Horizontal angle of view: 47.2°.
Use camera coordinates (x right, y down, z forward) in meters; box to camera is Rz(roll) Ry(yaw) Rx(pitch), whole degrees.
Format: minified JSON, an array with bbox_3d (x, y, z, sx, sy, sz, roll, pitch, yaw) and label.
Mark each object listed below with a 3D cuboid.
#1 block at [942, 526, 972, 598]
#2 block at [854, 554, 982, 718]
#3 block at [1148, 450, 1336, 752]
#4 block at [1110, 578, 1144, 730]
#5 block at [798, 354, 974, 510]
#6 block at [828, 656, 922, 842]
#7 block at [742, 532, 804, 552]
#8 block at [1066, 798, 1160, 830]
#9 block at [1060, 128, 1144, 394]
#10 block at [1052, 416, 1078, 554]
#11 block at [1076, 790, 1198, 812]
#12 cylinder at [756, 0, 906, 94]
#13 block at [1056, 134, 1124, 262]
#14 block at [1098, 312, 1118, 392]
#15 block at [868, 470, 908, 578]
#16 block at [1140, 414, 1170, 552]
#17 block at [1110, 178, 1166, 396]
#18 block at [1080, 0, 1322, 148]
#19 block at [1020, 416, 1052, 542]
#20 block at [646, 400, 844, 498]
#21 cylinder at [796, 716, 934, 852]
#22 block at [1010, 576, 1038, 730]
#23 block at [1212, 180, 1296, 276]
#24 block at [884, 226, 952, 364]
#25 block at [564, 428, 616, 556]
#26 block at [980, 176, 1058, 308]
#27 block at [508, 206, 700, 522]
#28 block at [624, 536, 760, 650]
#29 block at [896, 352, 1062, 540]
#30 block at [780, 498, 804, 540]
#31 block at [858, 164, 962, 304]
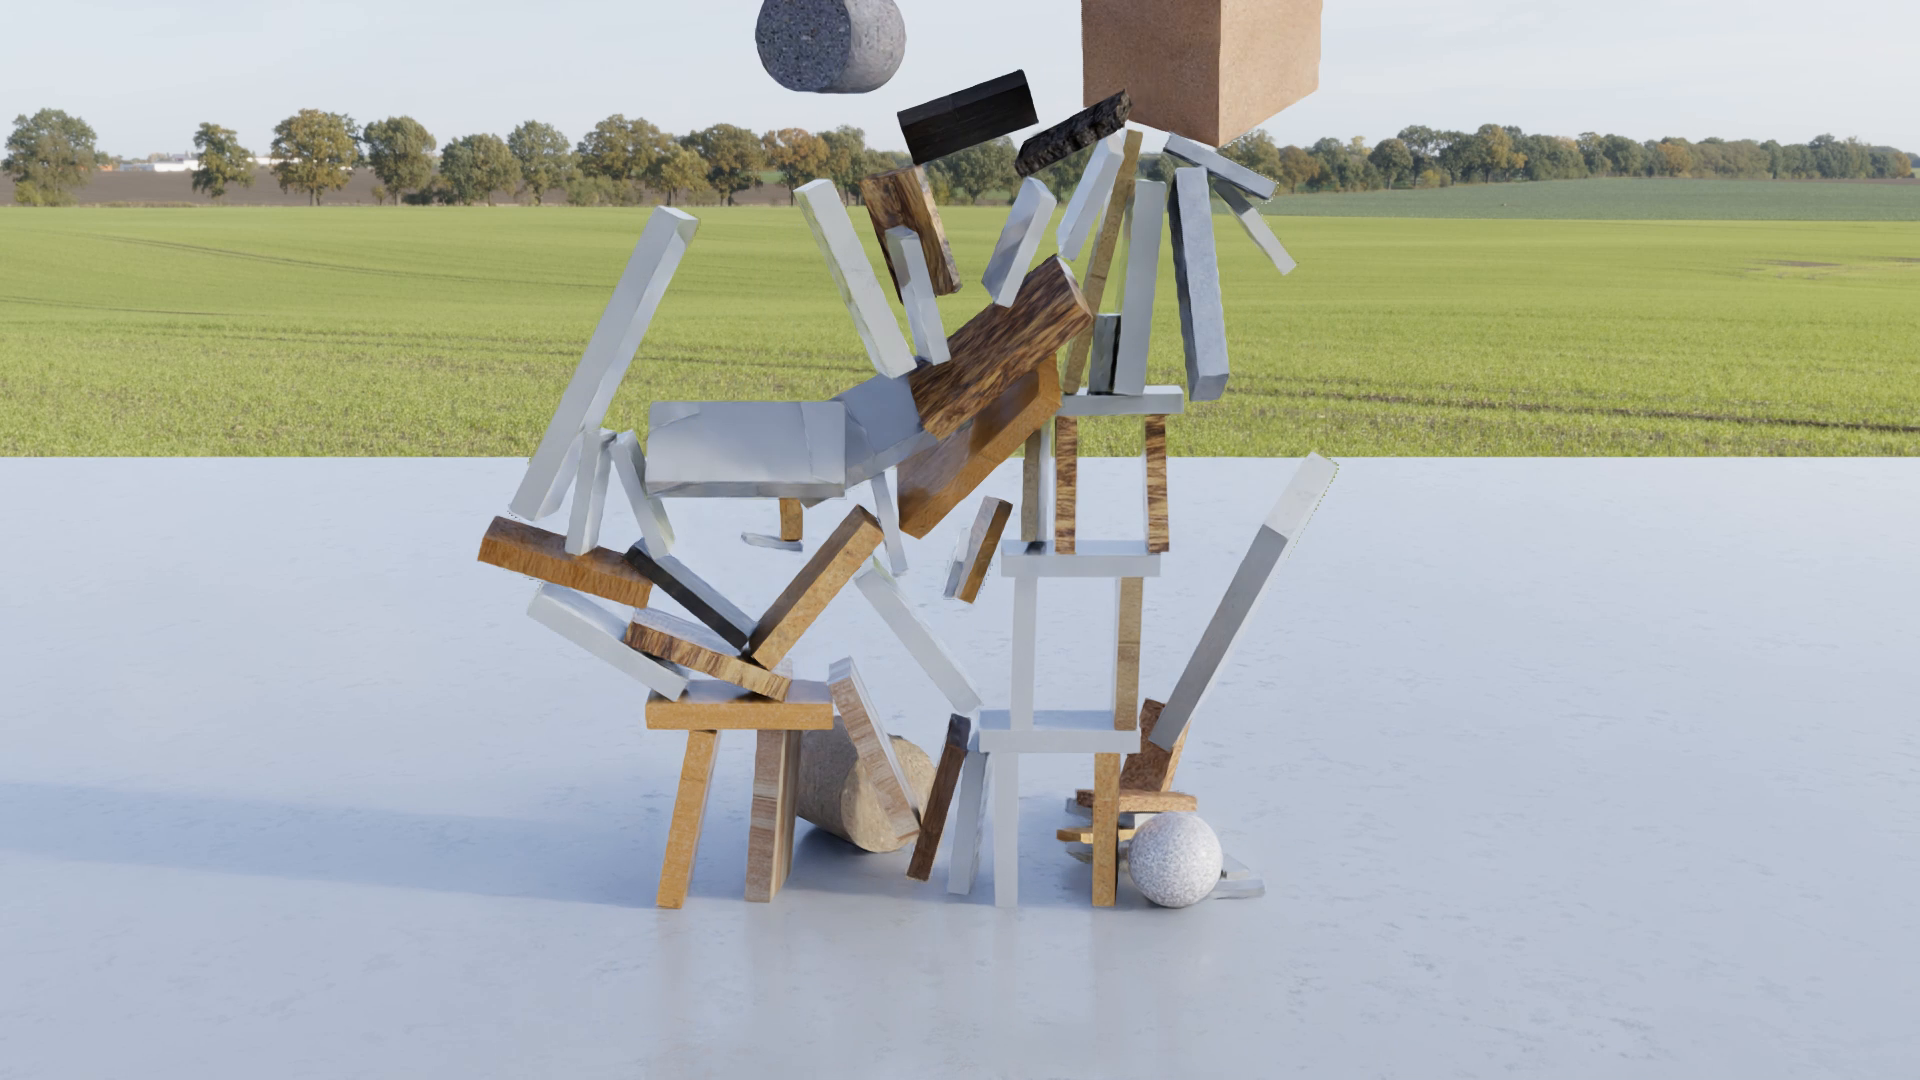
[{"bbox_3d":[-0.005,0.037,3.544,0.017,0.060,0.145,12,-26,-3],"label":"block"},{"bbox_3d":[-0.072,0.154,3.618,0.041,0.286,0.143,-38,10,3],"label":"block"},{"bbox_3d":[0.466,0.125,3.735,0.047,0.802,0.164,32,61,9],"label":"block"},{"bbox_3d":[0.272,0.172,3.592,0.036,0.253,0.126,2,11,1],"label":"block"},{"bbox_3d":[-0.141,-0.185,3.570,0.306,0.043,0.153,-26,52,9],"label":"block"},{"bbox_3d":[-0.142,0.343,3.643,0.041,0.286,0.143,-23,11,2],"label":"block"},{"bbox_3d":[-0.308,0.004,3.604,0.094,0.013,0.047,9,6,-17],"label":"block"},{"bbox_3d":[0.293,0.494,3.988,0.096,0.027,0.235,2,0,-28],"label":"block"},{"bbox_3d":[0.221,-0.439,3.464,0.025,0.417,0.090,13,11,-4],"label":"block"},{"bbox_3d":[0.169,-0.097,3.540,0.031,0.222,0.111,0,11,0],"label":"block"},{"bbox_3d":[0.316,0.466,3.929,0.192,0.027,0.096,4,-1,-26],"label":"block"},{"bbox_3d":[-0.221,-0.867,3.790,0.190,0.190,0.190,5,12,27],"label":"cylinder"},{"bbox_3d":[0.194,-0.517,3.303,0.025,0.179,0.090,19,29,-13],"label":"block"},{"bbox_3d":[0.234,-0.299,3.497,0.017,0.120,0.060,6,11,2],"label":"block"},{"bbox_3d":[-0.119,-0.030,3.599,0.025,0.177,0.089,-14,-5,-4],"label":"block"},{"bbox_3d":[0.313,-0.099,3.538,0.031,0.222,0.111,-3,11,1],"label":"block"},{"bbox_3d":[0.278,-0.403,3.478,0.047,0.329,0.164,5,10,-1],"label":"block"},{"bbox_3d":[0.377,-0.814,3.432,0.267,0.267,0.267,25,44,35],"label":"block"},{"bbox_3d":[0.124,-0.100,3.574,0.025,0.203,0.089,3,3,13],"label":"block"},{"bbox_3d":[-0.340,-0.145,3.505,0.311,0.155,0.044,0,-32,-3],"label":"block"},{"bbox_3d":[-0.182,0.435,3.946,0.203,0.203,0.203,-7,13,-34],"label":"cylinder"},{"bbox_3d":[0.103,0.172,3.593,0.036,0.253,0.126,2,11,0],"label":"block"},{"bbox_3d":[0.470,-0.502,3.516,0.179,0.025,0.090,40,12,-50],"label":"block"},{"bbox_3d":[-0.066,-0.379,3.401,0.029,0.203,0.102,-19,19,-11],"label":"block"},{"bbox_3d":[-0.591,-0.078,3.521,0.028,0.194,0.097,12,8,4],"label":"block"},{"bbox_3d":[0.088,-0.449,3.315,0.025,0.179,0.090,15,23,-23],"label":"block"},{"bbox_3d":[-0.565,-0.281,3.503,0.044,0.532,0.155,27,8,0],"label":"block"},{"bbox_3d":[-0.435,0.085,3.576,0.240,0.028,0.097,39,10,-3],"label":"block"},{"bbox_3d":[0.025,-0.169,3.544,0.043,0.371,0.153,25,40,-28],"label":"block"},{"bbox_3d":[-0.277,-0.046,3.612,0.013,0.094,0.047,-5,-2,28],"label":"block"},{"bbox_3d":[-0.078,-0.483,3.478,0.102,0.209,0.029,-8,25,27],"label":"block"}]
